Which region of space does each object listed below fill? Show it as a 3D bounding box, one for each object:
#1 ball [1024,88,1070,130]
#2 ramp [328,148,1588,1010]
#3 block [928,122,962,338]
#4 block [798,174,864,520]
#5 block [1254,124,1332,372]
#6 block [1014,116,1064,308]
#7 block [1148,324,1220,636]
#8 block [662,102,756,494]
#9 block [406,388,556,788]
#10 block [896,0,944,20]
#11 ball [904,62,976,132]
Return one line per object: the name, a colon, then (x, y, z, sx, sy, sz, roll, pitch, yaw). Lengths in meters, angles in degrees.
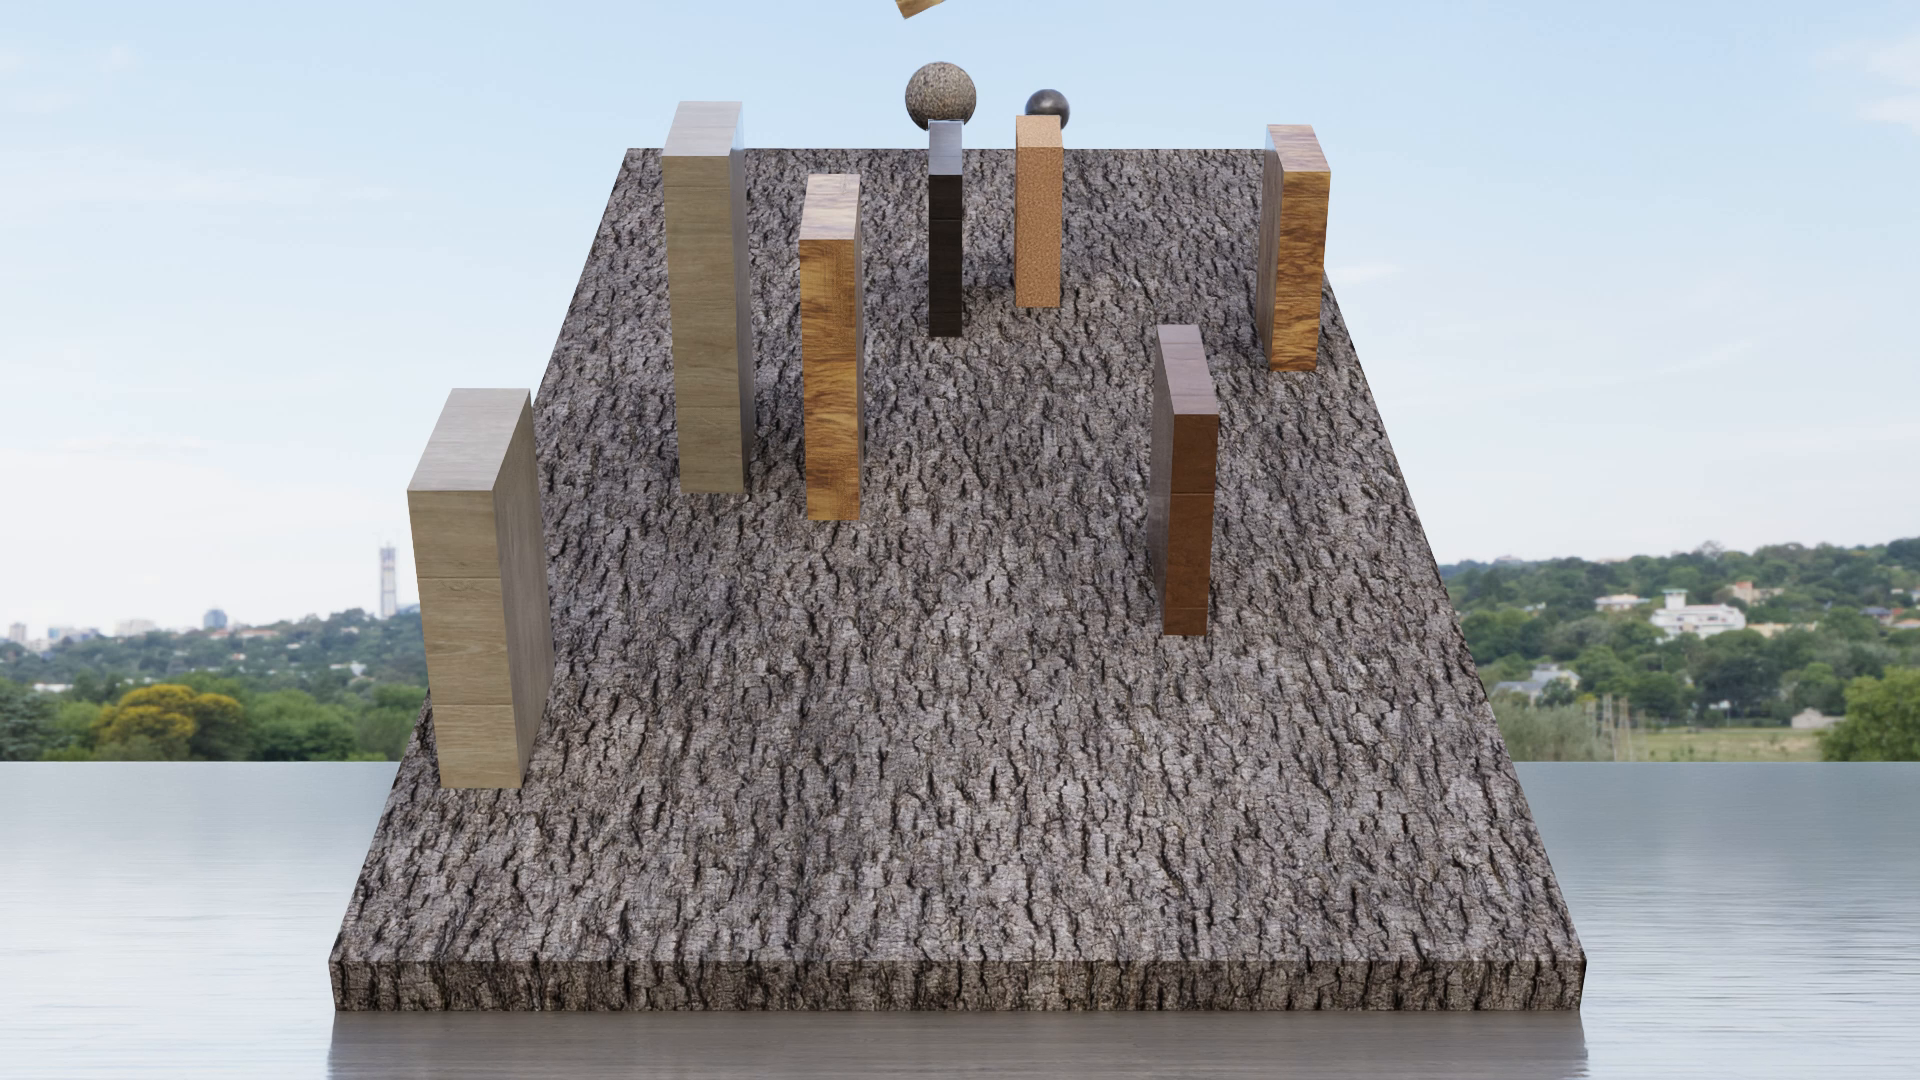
ball: (0.269, -1.314, 7.316, 0.142, 0.142, 0.142, 0, -5, 0)
ramp: (-0.011, -0.223, 5.577, 2.000, 0.100, 4.000, 0, 28, 0)
block: (-0.037, -0.797, 6.097, 0.083, 0.429, 0.410, 0, 28, 0)
block: (-0.272, -0.419, 5.152, 0.111, 0.641, 0.397, 0, 28, 0)
block: (0.814, -0.721, 5.869, 0.110, 0.512, 0.351, 0, 28, 0)
block: (0.202, -0.857, 6.205, 0.113, 0.433, 0.257, 0, 28, 0)
block: (0.443, -0.125, 4.775, 0.084, 0.479, 0.433, 0, 28, 0)
block: (-0.544, -0.530, 5.220, 0.138, 0.773, 0.366, 0, 28, 0)
block: (-0.846, 0.082, 4.257, 0.141, 0.589, 0.411, 0, 28, 0)
block: (-0.117, -1.670, 7.006, 0.189, 0.189, 0.189, -24, 19, 10)
ball: (-0.056, -1.281, 6.908, 0.209, 0.209, 0.209, 0, -5, 0)
